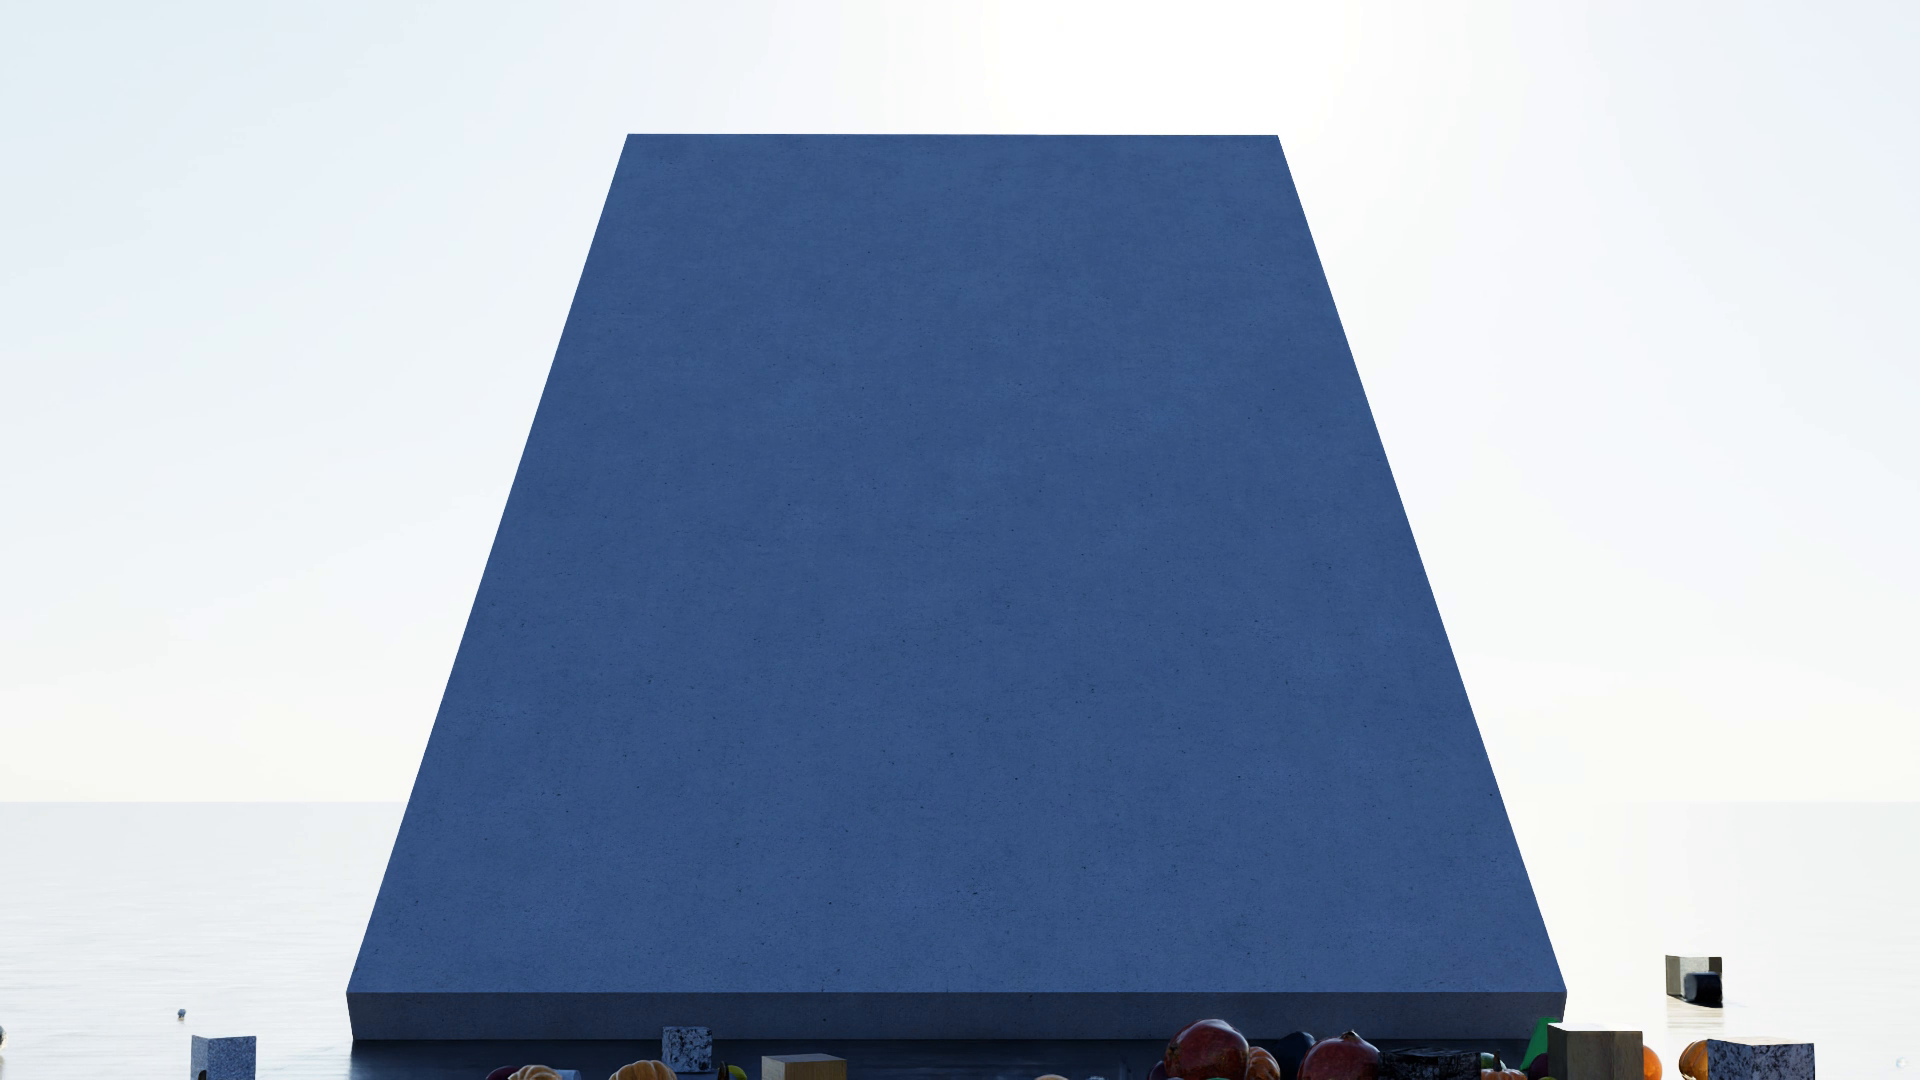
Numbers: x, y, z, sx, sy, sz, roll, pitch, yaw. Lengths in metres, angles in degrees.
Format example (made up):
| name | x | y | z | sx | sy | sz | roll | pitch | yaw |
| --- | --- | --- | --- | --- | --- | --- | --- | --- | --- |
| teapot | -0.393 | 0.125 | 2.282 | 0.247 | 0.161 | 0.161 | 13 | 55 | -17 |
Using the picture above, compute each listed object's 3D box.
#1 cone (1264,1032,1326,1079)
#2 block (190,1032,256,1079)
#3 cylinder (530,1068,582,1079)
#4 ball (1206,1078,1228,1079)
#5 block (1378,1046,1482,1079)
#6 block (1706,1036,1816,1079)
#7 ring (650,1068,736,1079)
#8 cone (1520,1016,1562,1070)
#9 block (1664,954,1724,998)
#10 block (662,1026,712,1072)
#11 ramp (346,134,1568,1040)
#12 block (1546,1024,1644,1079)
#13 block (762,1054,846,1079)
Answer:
| name | x | y | z | sx | sy | sz | roll | pitch | yaw |
| --- | --- | --- | --- | --- | --- | --- | --- | --- | --- |
| cone | 0.475 | 0.730 | 3.276 | 0.090 | 0.090 | 0.090 | 4 | 19 | -34 |
| block | -1.028 | 0.726 | 3.369 | 0.069 | 0.069 | 0.069 | 4 | -7 | -36 |
| cylinder | -0.516 | 0.703 | 3.081 | 0.053 | 0.053 | 0.053 | -10 | -8 | 9 |
| ball | 0.287 | 0.643 | 2.680 | 0.089 | 0.089 | 0.089 | 0 | -6 | 0 |
| block | 0.575 | 0.671 | 2.951 | 0.089 | 0.089 | 0.089 | 6 | -8 | -44 |
| block | 1.014 | 0.680 | 3.052 | 0.093 | 0.093 | 0.093 | 2 | -6 | -18 |
| ring | -0.352 | 0.721 | 3.183 | 0.120 | 0.040 | 0.120 | 1 | -6 | 0 |
| cone | 0.854 | 0.761 | 3.560 | 0.085 | 0.085 | 0.085 | -27 | 8 | -28 |
| block | 1.479 | 0.878 | 4.864 | 0.080 | 0.080 | 0.080 | 2 | -6 | -16 |
| block | -0.363 | 0.676 | 3.207 | 0.055 | 0.055 | 0.055 | 4 | -8 | -19 |
| ramp | -0.013 | -0.211 | 5.707 | 2.000 | 0.100 | 4.000 | 0 | 30 | 0 |
| block | 0.833 | 0.689 | 3.164 | 0.099 | 0.099 | 0.099 | 0 | -6 | -1 |
| block | -0.192 | 0.677 | 2.964 | 0.080 | 0.080 | 0.080 | 3 | -7 | -25 |
